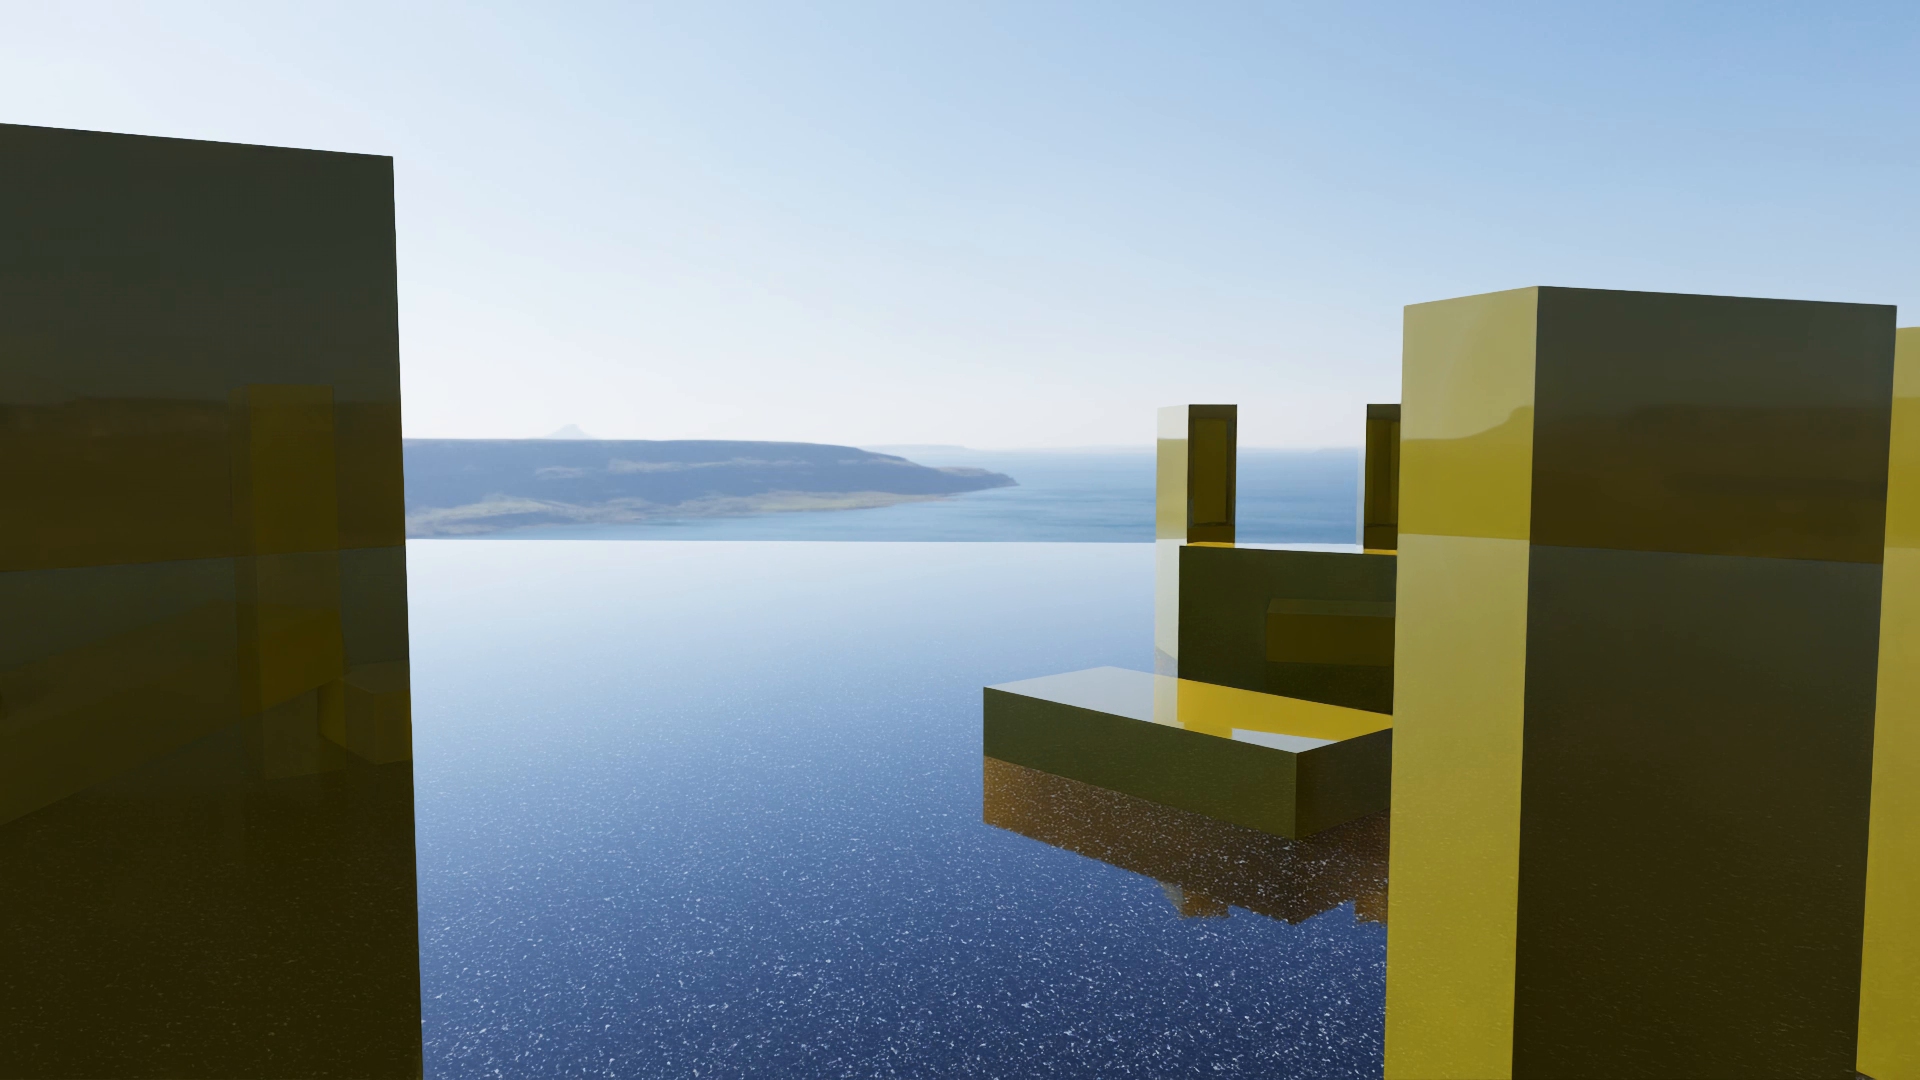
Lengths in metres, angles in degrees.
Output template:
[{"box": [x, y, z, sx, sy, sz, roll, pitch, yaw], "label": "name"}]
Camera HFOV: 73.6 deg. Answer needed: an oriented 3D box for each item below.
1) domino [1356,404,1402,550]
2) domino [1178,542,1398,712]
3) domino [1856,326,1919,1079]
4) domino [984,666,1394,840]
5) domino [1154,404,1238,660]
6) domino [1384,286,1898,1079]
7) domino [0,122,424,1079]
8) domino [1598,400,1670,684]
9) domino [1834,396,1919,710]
[{"box": [0.084, -0.001, 0.254, 0.010, 0.050, 0.025, 1, 4, 14], "label": "domino"}, {"box": [0.062, 0.014, 0.213, 0.050, 0.025, 0.010, 3, 5, 32], "label": "domino"}, {"box": [0.067, 0.011, 0.084, 0.009, 0.050, 0.025, -2, 5, -22], "label": "domino"}, {"box": [0.029, 0.026, 0.165, 0.025, 0.009, 0.050, -4, 6, -41], "label": "domino"}, {"box": [0.047, -0.002, 0.258, 0.010, 0.050, 0.025, 0, 4, -5], "label": "domino"}, {"box": [0.038, 0.012, 0.072, 0.025, 0.050, 0.010, -2, 5, -20], "label": "domino"}, {"box": [-0.024, 0.014, 0.045, 0.010, 0.050, 0.025, -2, 5, -24], "label": "domino"}, {"box": [0.125, 0.000, 0.238, 0.010, 0.050, 0.025, 2, 5, 28], "label": "domino"}, {"box": [0.156, 0.001, 0.217, 0.010, 0.050, 0.025, 4, 6, 42], "label": "domino"}]
